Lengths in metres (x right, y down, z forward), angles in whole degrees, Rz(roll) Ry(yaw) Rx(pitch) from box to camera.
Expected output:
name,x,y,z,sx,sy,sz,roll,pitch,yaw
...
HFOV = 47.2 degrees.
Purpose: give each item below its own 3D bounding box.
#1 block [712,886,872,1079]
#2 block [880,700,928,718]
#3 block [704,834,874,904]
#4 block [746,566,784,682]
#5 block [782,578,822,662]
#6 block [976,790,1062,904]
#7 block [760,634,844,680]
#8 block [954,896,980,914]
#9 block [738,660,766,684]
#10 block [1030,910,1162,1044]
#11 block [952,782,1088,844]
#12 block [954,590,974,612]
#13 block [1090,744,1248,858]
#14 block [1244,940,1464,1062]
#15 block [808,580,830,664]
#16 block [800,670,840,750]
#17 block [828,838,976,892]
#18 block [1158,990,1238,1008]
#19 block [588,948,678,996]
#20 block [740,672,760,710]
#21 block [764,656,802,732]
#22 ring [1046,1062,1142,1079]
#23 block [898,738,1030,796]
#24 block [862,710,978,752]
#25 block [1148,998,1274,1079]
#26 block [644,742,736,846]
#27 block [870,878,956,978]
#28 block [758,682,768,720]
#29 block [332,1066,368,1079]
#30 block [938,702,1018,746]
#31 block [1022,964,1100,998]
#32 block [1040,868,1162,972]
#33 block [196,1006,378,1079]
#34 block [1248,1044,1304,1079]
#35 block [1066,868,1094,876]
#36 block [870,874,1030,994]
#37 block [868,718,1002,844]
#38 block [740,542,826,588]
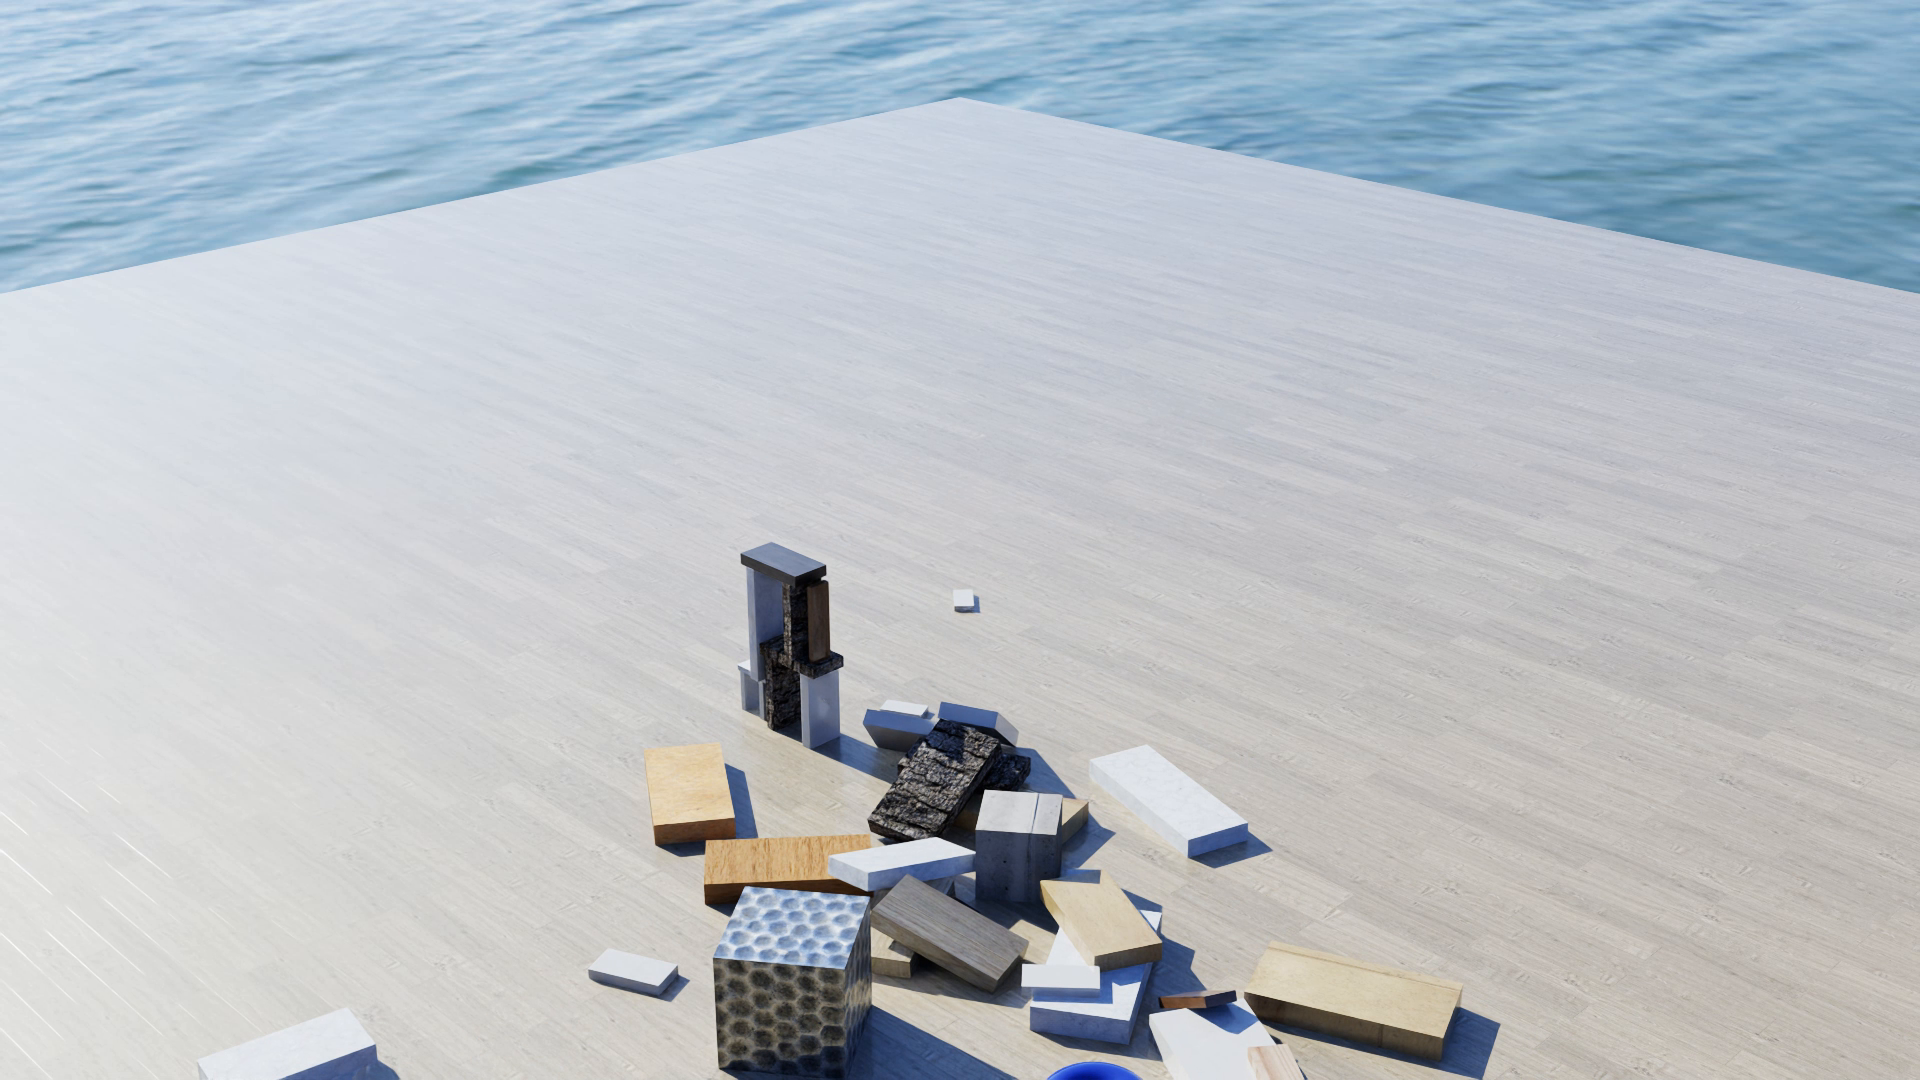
name,x,y,z,sx,sy,sz,roll,pitch,yaw
block,-0.279,0.747,3.719,0.220,0.220,0.220,3,23,8
block,-0.123,0.376,4.858,0.096,0.014,0.048,8,24,17
block,-0.328,0.631,4.217,0.319,0.045,0.159,-2,23,-4
block,-0.415,0.169,4.745,0.025,0.266,0.088,21,31,41
block,-0.332,0.160,4.651,0.025,0.175,0.088,21,31,41
block,0.113,0.584,4.192,0.151,0.151,0.151,3,23,7
block,-0.340,0.246,4.705,0.174,0.025,0.087,21,31,41
block,-0.037,0.688,4.113,0.071,0.020,0.142,-19,29,-37
block,-0.440,0.286,4.827,0.095,0.013,0.047,21,31,41
block,0.245,0.762,3.902,0.172,0.049,0.344,6,24,13
block,0.081,0.539,4.433,0.319,0.045,0.159,14,26,29
block,0.009,0.148,5.395,0.048,0.014,0.096,-1,23,-1
block,0.420,0.526,4.469,0.142,0.040,0.368,-12,26,-26
block,0.683,0.798,3.819,0.344,0.049,0.172,9,25,21
block,-0.296,0.173,4.618,0.048,0.177,0.014,-21,31,-41
block,-0.299,0.353,4.706,0.025,0.174,0.087,21,31,41
block,-0.107,0.608,4.134,0.255,0.036,0.127,-4,10,-38
block,0.408,0.790,3.780,0.067,0.019,0.134,-4,-9,-32
block,-0.582,0.770,3.921,0.142,0.020,0.071,9,25,20
block,-0.462,0.327,4.868,0.013,0.094,0.047,21,31,41
block,-0.380,0.321,4.782,0.025,0.174,0.087,21,31,41
ring,0.217,0.911,3.531,0.197,0.066,0.197,-1,24,0
block,0.009,0.467,4.500,0.245,0.035,0.122,8,24,19
block,-0.072,0.417,4.629,0.245,0.122,0.035,9,63,19
block,0.453,0.884,3.615,0.172,0.049,0.344,-6,24,-15
block,-0.554,0.515,4.490,0.159,0.045,0.319,-4,23,-10
block,-0.110,0.702,4.027,0.127,0.036,0.255,5,28,18
block,-0.418,0.345,4.827,0.013,0.095,0.047,21,31,41
block,-1.102,0.966,3.436,0.130,0.037,0.490,5,24,12
block,0.040,0.388,4.617,0.122,0.035,0.245,10,-12,14
block,0.175,0.764,3.811,0.134,0.019,0.067,1,23,3
block,0.252,0.686,3.972,0.130,0.037,0.260,-8,24,-18
block,-1.102,0.854,3.606,0.255,0.036,0.127,-15,27,-32
block,0.517,0.868,3.566,0.067,0.019,0.134,-3,23,-8
block,0.239,0.669,4.159,0.071,0.020,0.142,1,23,2
block,-0.020,0.707,3.952,0.260,0.037,0.130,27,33,17
block,-0.049,0.491,4.401,0.142,0.040,0.283,18,51,26
block,-0.374,0.052,4.651,0.176,0.025,0.088,21,31,40
